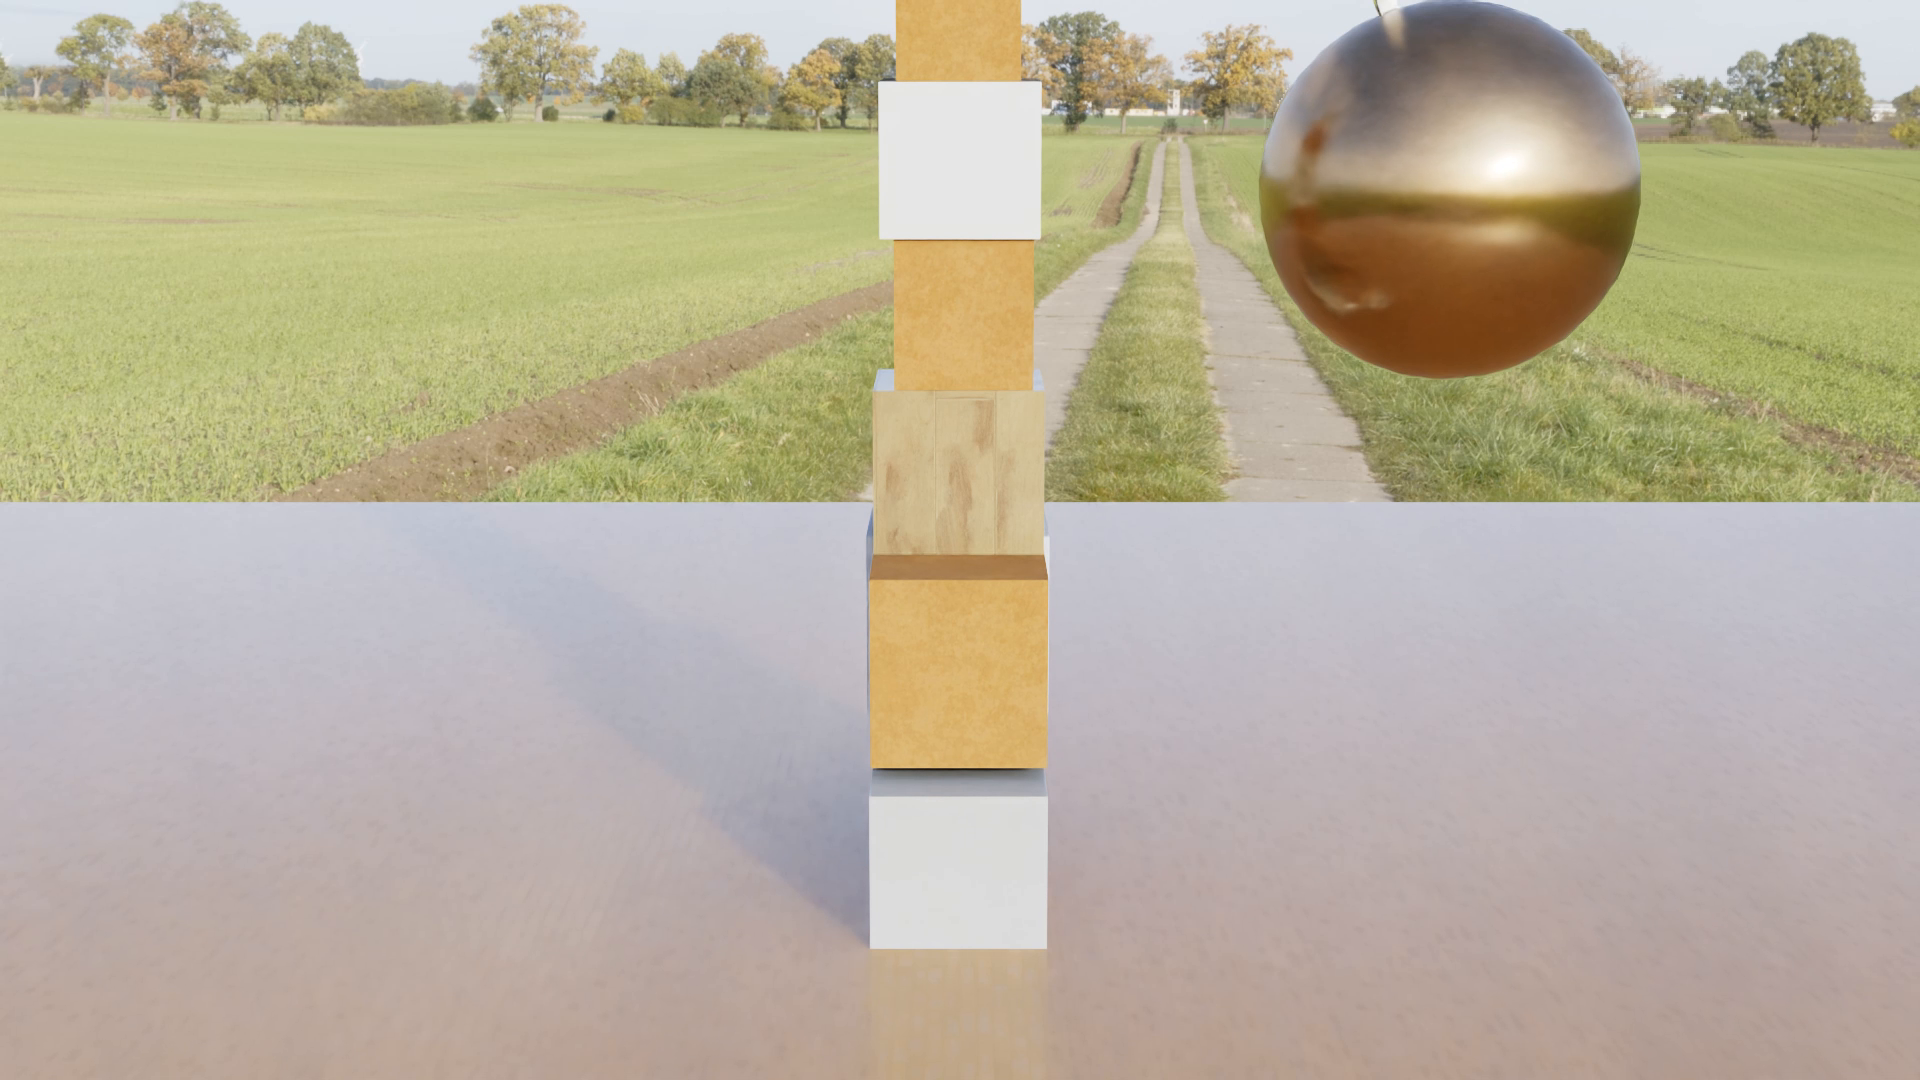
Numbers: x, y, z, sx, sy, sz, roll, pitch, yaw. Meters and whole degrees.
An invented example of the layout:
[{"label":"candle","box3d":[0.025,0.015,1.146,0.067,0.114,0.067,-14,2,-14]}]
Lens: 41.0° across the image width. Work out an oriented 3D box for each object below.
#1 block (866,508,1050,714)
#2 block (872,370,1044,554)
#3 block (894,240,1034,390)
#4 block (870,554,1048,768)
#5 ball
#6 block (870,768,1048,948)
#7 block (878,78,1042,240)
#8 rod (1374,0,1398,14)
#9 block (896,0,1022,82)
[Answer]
[{"label":"block","box3d":[-0.010,0.308,11.678,0.803,0.795,0.775,0,10,0]},{"label":"block","box3d":[-0.005,-0.347,11.107,0.719,0.699,0.677,0,12,0]},{"label":"block","box3d":[0.017,-0.999,10.974,0.581,0.630,0.611,0,12,0]},{"label":"block","box3d":[-0.005,0.463,10.857,0.724,0.789,0.857,0,12,0]},{"label":"ball","box3d":[2.074,-1.485,10.910,1.600,1.600,1.600,0,10,0]},{"label":"block","box3d":[-0.006,1.279,10.740,0.719,0.640,0.754,0,10,0]},{"label":"block","box3d":[0.001,-1.621,10.848,0.665,0.640,0.670,0,12,0]},{"label":"rod","box3d":[0.899,-4.624,10.340,0.080,5.200,0.080,-20,10,4]},{"label":"block","box3d":[-0.005,-2.180,10.734,0.513,0.500,0.548,0,12,0]}]
